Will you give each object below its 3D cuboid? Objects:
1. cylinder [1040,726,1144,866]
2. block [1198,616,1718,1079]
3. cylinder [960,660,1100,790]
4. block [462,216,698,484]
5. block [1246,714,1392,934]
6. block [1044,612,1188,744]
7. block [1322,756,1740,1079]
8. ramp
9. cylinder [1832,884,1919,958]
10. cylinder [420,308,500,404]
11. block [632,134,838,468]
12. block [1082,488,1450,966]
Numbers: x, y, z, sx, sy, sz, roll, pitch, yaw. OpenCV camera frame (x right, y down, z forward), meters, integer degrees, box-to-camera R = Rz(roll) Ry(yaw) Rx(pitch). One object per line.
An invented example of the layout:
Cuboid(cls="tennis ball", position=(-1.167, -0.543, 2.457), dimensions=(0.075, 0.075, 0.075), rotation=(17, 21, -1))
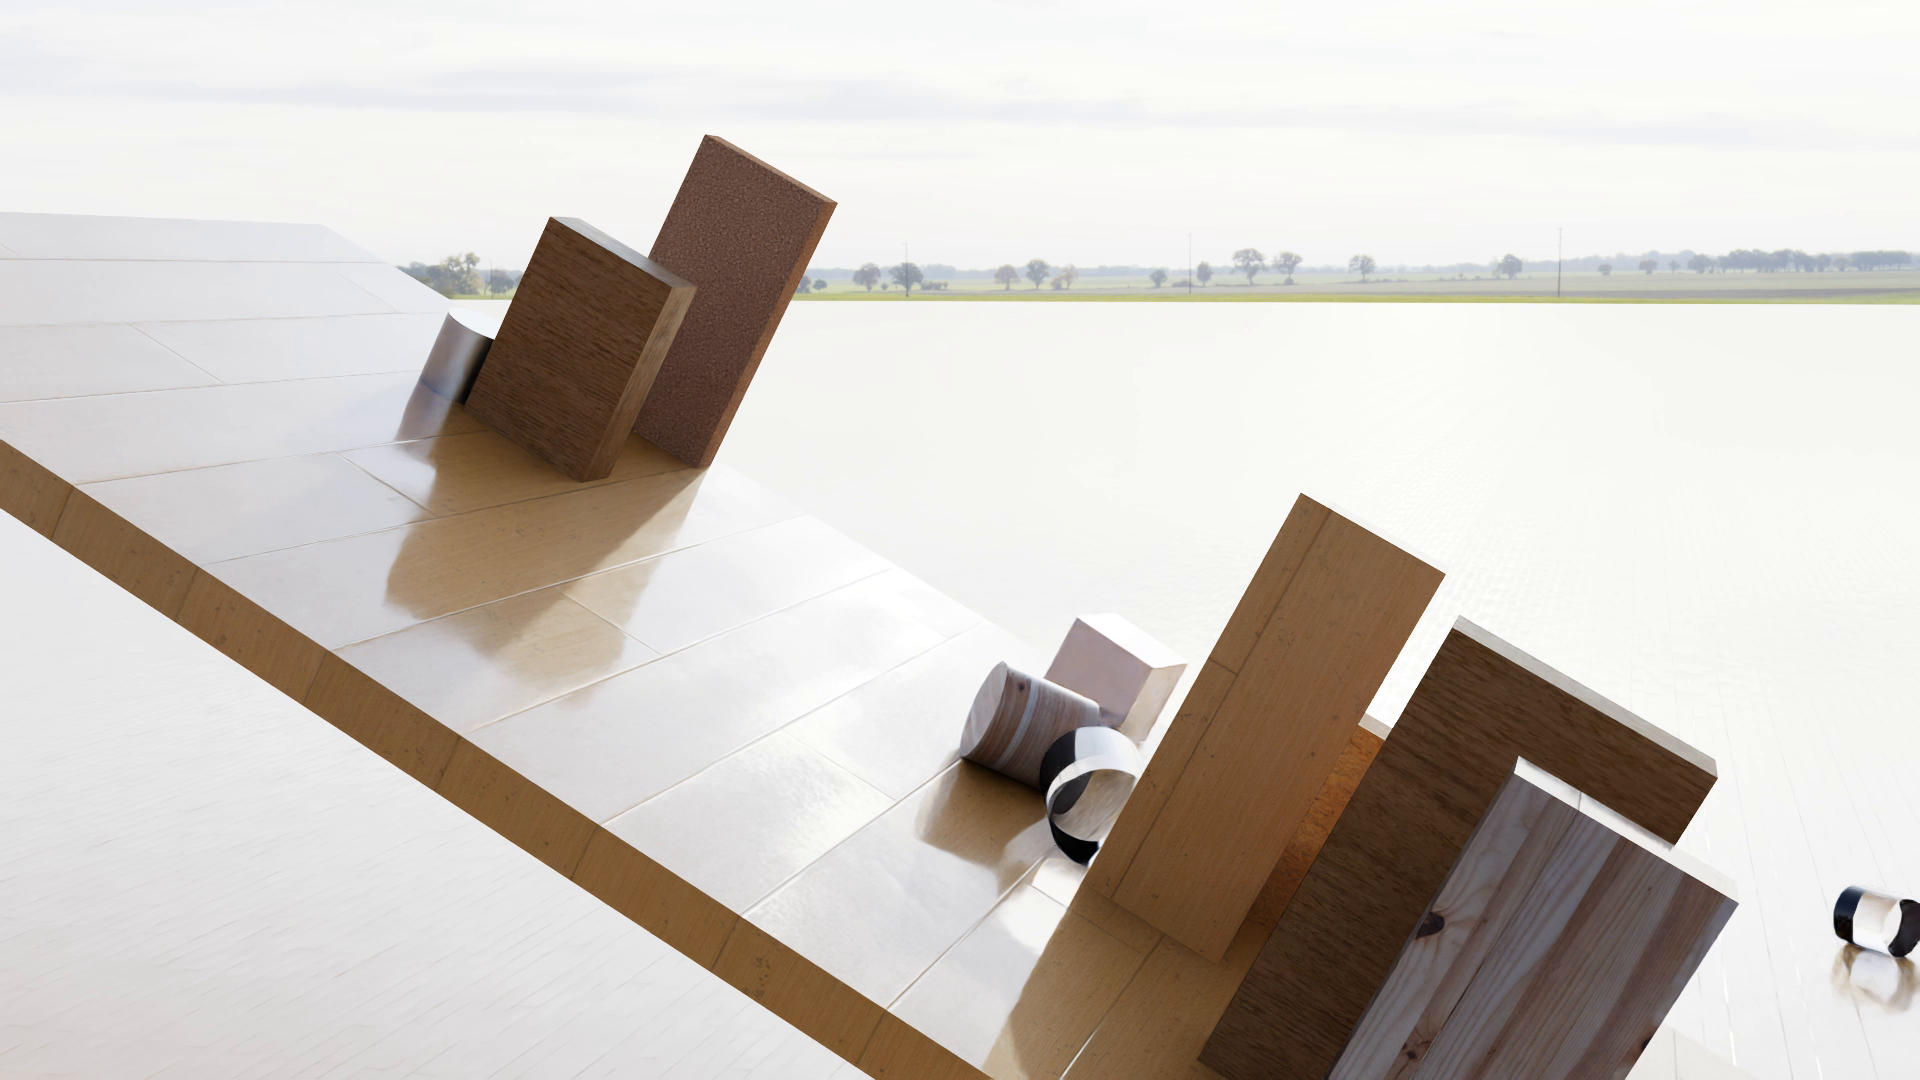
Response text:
Cuboid(cls="cylinder", position=(0.252, 0.469, 4.027), dimensions=(0.196, 0.196, 0.196), rotation=(0, 18, -4))
Cuboid(cls="block", position=(0.748, 0.569, 3.355), dimensions=(0.429, 0.794, 0.130), rotation=(30, 14, 12))
Cuboid(cls="cylinder", position=(0.132, 0.360, 4.191), dimensions=(0.197, 0.197, 0.197), rotation=(25, 2, -11))
Cuboid(cls="block", position=(-0.800, -0.401, 4.624), dimensions=(0.310, 0.460, 0.129), rotation=(30, 14, 12))
Cuboid(cls="block", position=(0.721, 0.558, 4.098), dimensions=(0.340, 0.429, 0.117), rotation=(30, 14, 12))
Cuboid(cls="block", position=(0.327, 0.301, 4.744), dimensions=(0.205, 0.205, 0.205), rotation=(34, 15, 23))
Cuboid(cls="block", position=(0.715, 0.693, 2.989), dimensions=(0.323, 0.729, 0.109), rotation=(30, 14, 12))
Cuboid(cls="ramp", position=(-0.218, 0.363, 4.146), dimensions=(4.000, 0.100, 2.000), rotation=(30, 14, 12))
Cuboid(cls="cylinder", position=(2.517, 1.043, 6.031), dimensions=(0.164, 0.164, 0.164), rotation=(-4, 8, -30))
Cuboid(cls="cylinder", position=(-1.057, -0.392, 4.736), dimensions=(0.160, 0.160, 0.160), rotation=(26, 14, -7))
Cuboid(cls="block", position=(-0.582, -0.547, 5.076), dimensions=(0.330, 0.689, 0.082), rotation=(30, 14, 12))
Cuboid(cls="block", position=(0.522, 0.325, 3.800), dimensions=(0.276, 0.796, 0.082), rotation=(30, 14, 12))
